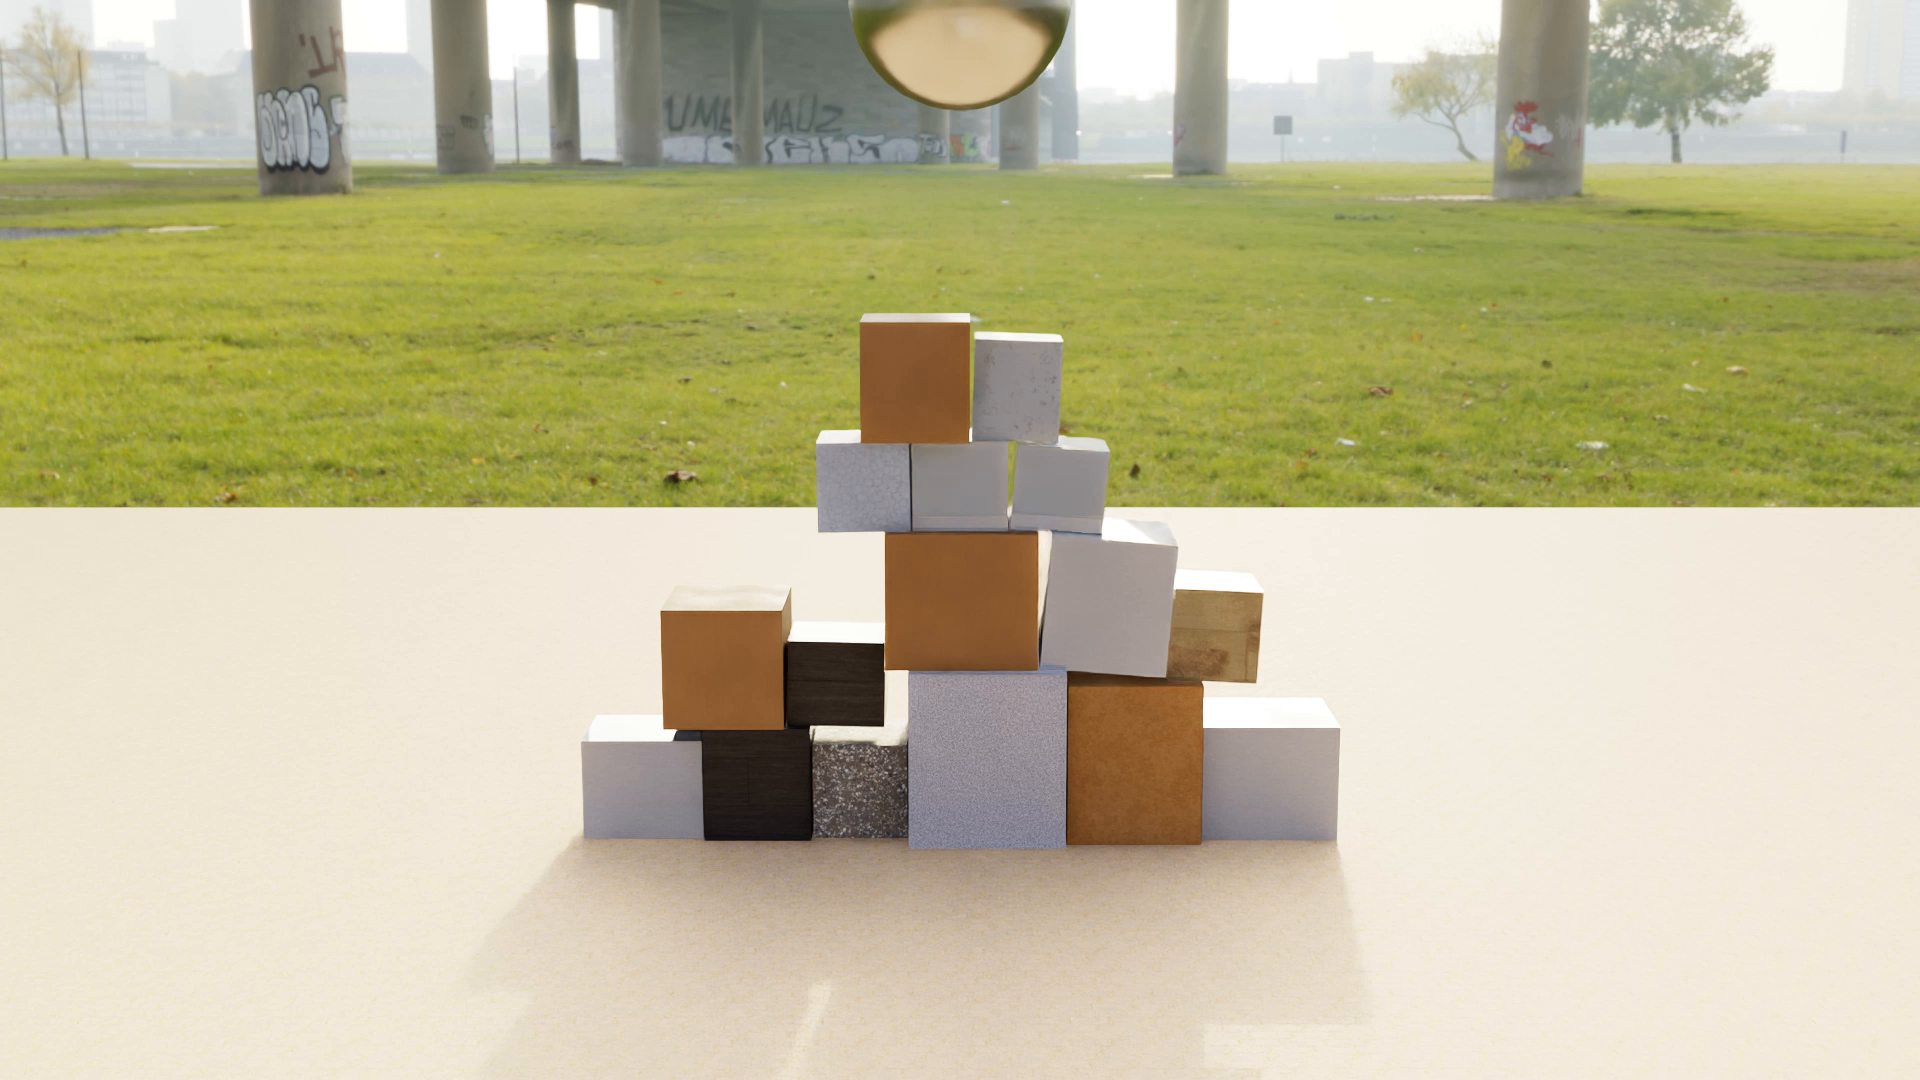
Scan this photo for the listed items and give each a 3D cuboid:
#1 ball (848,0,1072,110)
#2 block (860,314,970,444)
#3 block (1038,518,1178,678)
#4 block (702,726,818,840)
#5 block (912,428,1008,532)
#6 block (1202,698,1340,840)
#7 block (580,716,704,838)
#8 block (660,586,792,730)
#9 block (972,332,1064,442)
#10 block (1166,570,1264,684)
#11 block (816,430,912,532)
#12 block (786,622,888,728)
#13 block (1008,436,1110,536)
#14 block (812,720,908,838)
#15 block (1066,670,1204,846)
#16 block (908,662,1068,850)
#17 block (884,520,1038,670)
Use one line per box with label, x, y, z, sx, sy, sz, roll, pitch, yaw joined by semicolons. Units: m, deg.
ball;0.000;-3.881;15.714;1.600;1.600;1.600;0;10;0
block;-0.220;-0.817;11.017;0.537;0.593;0.551;0;10;0
block;0.740;0.275;11.238;0.630;0.677;0.654;5;10;-1
block;-1.026;1.191;11.384;0.539;0.583;0.554;0;10;0
block;0.000;-0.309;11.139;0.470;0.450;0.490;0;10;0
block;1.571;1.182;11.410;0.689;0.592;0.590;0;10;0
block;-1.611;1.223;11.407;0.610;0.513;0.511;0;10;0
block;-1.190;0.597;11.308;0.607;0.614;0.623;0;10;0
block;0.283;-0.771;11.037;0.431;0.499;0.402;2;10;0
block;1.278;0.439;11.249;0.454;0.472;0.474;3;10;-1
block;-0.478;-0.302;11.113;0.460;0.448;0.477;-1;10;0
block;-0.625;0.687;11.320;0.493;0.437;0.456;1;10;0
block;0.496;-0.287;11.134;0.460;0.424;0.458;5;10;-1
block;-0.507;1.235;11.411;0.479;0.487;0.494;0;10;0
block;0.878;1.075;11.355;0.677;0.823;0.672;0;10;0
block;0.137;1.033;11.376;0.787;0.897;0.855;0;10;0
block;0.008;0.252;11.236;0.762;0.690;0.669;0;10;0
